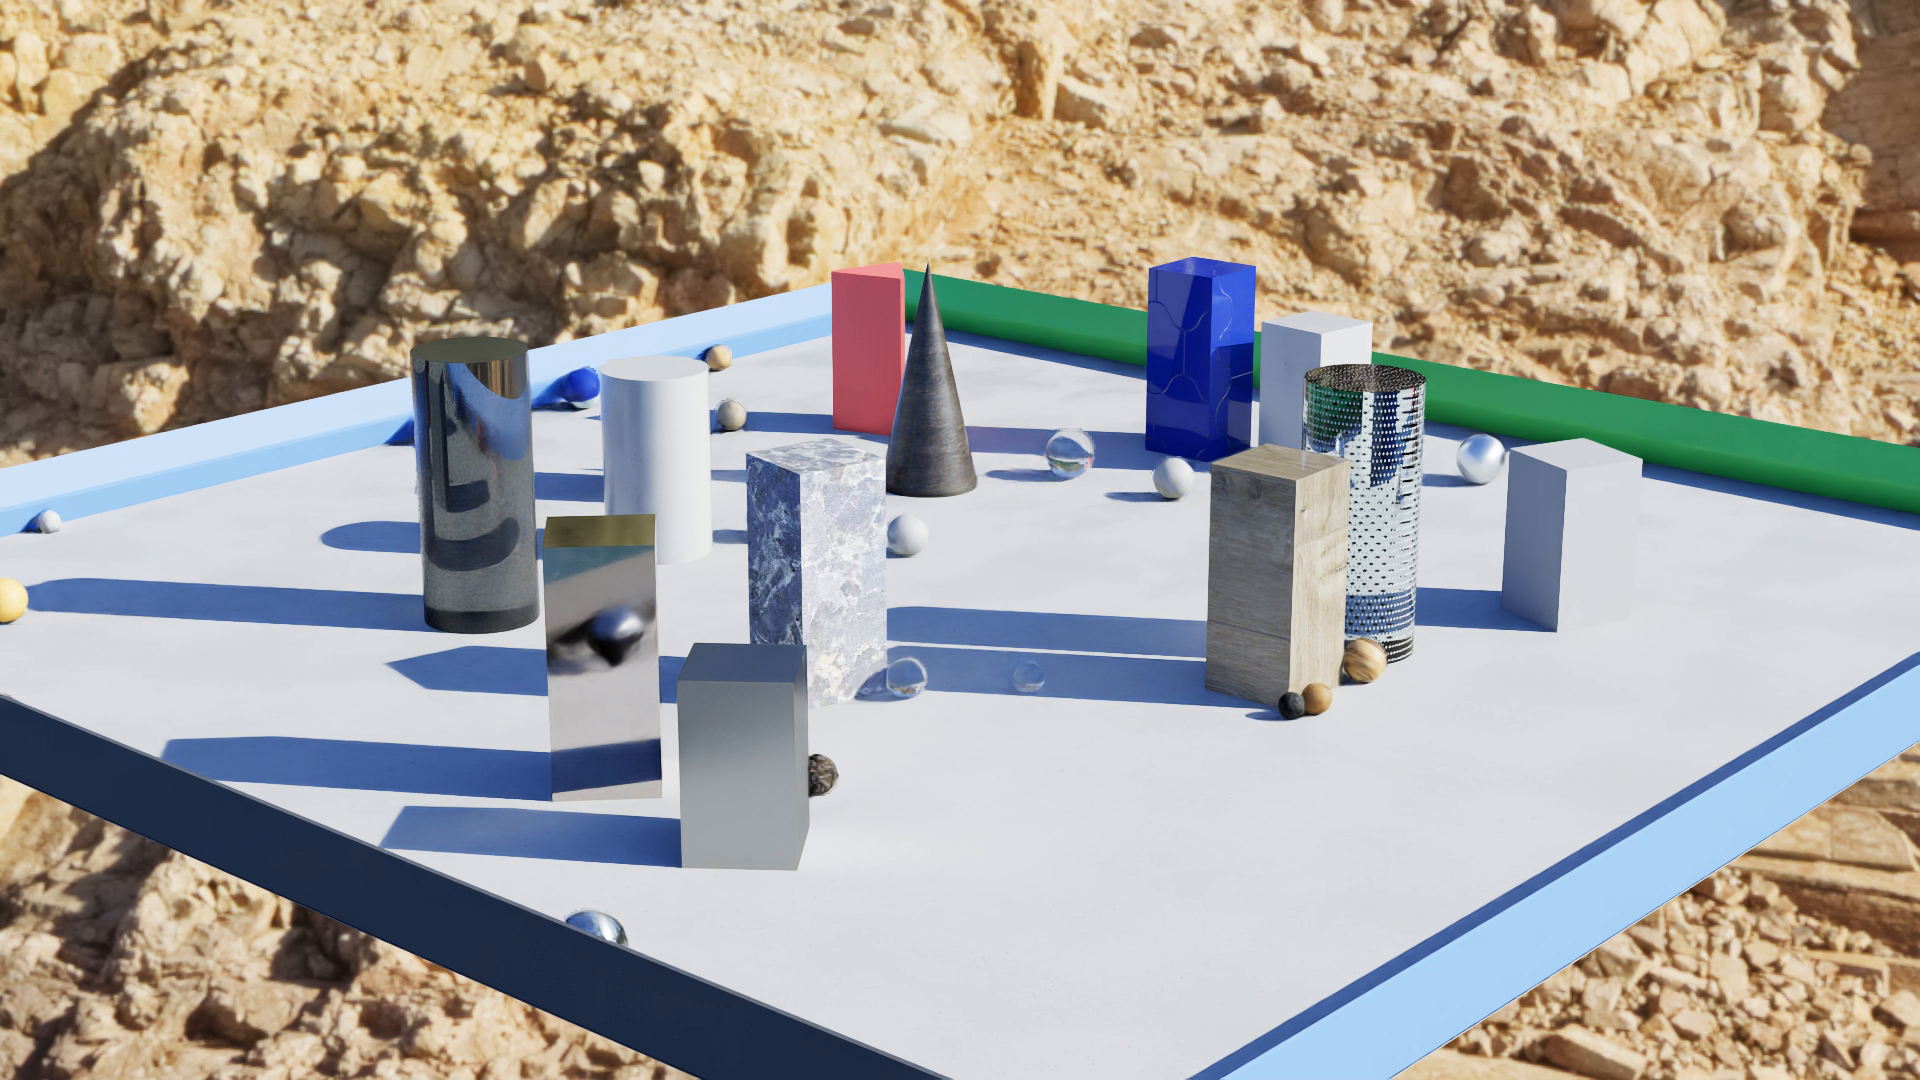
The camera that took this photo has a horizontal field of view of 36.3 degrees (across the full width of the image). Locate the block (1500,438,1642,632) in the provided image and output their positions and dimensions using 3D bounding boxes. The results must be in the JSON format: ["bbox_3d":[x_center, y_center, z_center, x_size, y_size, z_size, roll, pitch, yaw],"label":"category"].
[{"bbox_3d":[1.040,-0.010,4.992,0.157,0.283,0.157,-8,19,-25],"label":"block"}]

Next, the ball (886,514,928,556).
[{"bbox_3d":[-0.095,-0.010,5.350,0.076,0.076,0.076,0,17,0],"label":"ball"}]

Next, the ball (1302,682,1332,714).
[{"bbox_3d":[0.554,0.246,4.550,0.049,0.049,0.049,0,17,0],"label":"ball"}]

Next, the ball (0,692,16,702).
[{"bbox_3d":[-1.457,0.268,4.432,0.075,0.075,0.075,0,17,0],"label":"ball"}]

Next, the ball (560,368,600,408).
[{"bbox_3d":[-0.824,-0.331,6.391,0.090,0.090,0.090,0,17,0],"label":"ball"}]

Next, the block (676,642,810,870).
[{"bbox_3d":[-0.294,0.294,4.006,0.157,0.270,0.157,1,17,3],"label":"block"}]

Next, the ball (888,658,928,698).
[{"bbox_3d":[-0.083,0.217,4.620,0.063,0.063,0.063,0,17,0],"label":"ball"}]

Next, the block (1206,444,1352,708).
[{"bbox_3d":[0.500,0.056,4.620,0.157,0.372,0.157,13,21,37],"label":"block"}]

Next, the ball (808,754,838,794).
[{"bbox_3d":[-0.205,0.338,4.229,0.058,0.058,0.058,0,17,0],"label":"ball"}]

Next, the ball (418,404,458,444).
[{"bbox_3d":[-1.087,-0.242,6.111,0.082,0.082,0.082,0,17,0],"label":"ball"}]

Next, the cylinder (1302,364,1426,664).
[{"bbox_3d":[0.653,-0.042,4.797,0.196,0.458,0.196,0,17,0],"label":"cylinder"}]

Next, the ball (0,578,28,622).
[{"bbox_3d":[-1.623,0.102,4.978,0.077,0.077,0.077,0,17,0],"label":"ball"}]

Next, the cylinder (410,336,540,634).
[{"bbox_3d":[-0.817,-0.093,4.950,0.196,0.467,0.196,0,17,0],"label":"cylinder"}]

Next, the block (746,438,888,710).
[{"bbox_3d":[-0.225,0.052,4.615,0.157,0.382,0.157,-12,20,-34],"label":"block"}]

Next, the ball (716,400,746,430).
[{"bbox_3d":[-0.484,-0.264,6.213,0.064,0.064,0.064,0,17,0],"label":"ball"}]

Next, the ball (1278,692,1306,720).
[{"bbox_3d":[0.512,0.255,4.529,0.042,0.042,0.042,0,17,0],"label":"ball"}]

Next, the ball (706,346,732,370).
[{"bbox_3d":[-0.555,-0.418,6.735,0.058,0.058,0.058,0,17,0],"label":"ball"}]

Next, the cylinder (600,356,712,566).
[{"bbox_3d":[-0.553,-0.147,5.342,0.196,0.343,0.196,0,17,0],"label":"cylinder"}]

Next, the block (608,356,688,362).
[{"bbox_3d":[-0.605,-0.217,5.734,0.157,0.251,0.157,-2,17,-7],"label":"block"}]

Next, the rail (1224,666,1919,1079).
[{"bbox_3d":[1.173,0.326,4.145,0.045,0.127,3.160,14,22,39],"label":"rail"}]

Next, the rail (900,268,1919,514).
[{"bbox_3d":[1.020,-0.307,6.245,3.154,0.127,0.045,14,22,39],"label":"rail"}]

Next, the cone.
[{"bbox_3d":[-0.062,-0.327,5.750,0.196,0.452,0.196,0,17,0],"label":"cone"}]

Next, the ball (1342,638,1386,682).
[{"bbox_3d":[0.646,0.192,4.690,0.071,0.071,0.071,0,17,0],"label":"ball"}]

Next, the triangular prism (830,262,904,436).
[{"bbox_3d":[-0.162,-0.408,6.215,0.170,0.340,0.147,8,19,25],"label":"triangular prism"}]

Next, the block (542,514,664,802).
[{"bbox_3d":[-0.513,0.169,4.231,0.157,0.380,0.157,-1,17,-5],"label":"block"}]

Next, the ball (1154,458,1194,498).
[{"bbox_3d":[0.416,-0.120,5.709,0.080,0.080,0.080,0,17,0],"label":"ball"}]

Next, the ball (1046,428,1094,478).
[{"bbox_3d":[0.219,-0.173,5.854,0.098,0.098,0.098,0,17,0],"label":"ball"}]

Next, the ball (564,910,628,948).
[{"bbox_3d":[-0.456,0.503,3.618,0.093,0.093,0.093,0,17,0],"label":"ball"}]

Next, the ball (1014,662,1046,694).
[{"bbox_3d":[0.109,0.218,4.638,0.050,0.050,0.050,0,17,0],"label":"ball"}]

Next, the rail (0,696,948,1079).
[{"bbox_3d":[-1.020,0.371,3.995,3.154,0.127,0.045,14,22,39],"label":"rail"}]

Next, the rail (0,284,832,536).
[{"bbox_3d":[-1.173,-0.262,6.095,0.045,0.127,3.160,14,22,39],"label":"rail"}]

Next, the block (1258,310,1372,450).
[{"bbox_3d":[0.717,-0.297,5.926,0.157,0.293,0.157,-15,22,-41],"label":"block"}]

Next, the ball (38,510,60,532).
[{"bbox_3d":[-1.706,-0.034,5.491,0.042,0.042,0.042,0,17,0],"label":"ball"}]

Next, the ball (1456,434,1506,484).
[{"bbox_3d":[1.034,-0.161,5.814,0.098,0.098,0.098,0,17,0],"label":"ball"}]

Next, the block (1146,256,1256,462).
[{"bbox_3d":[0.494,-0.373,6.024,0.157,0.382,0.157,13,21,37],"label":"block"}]
